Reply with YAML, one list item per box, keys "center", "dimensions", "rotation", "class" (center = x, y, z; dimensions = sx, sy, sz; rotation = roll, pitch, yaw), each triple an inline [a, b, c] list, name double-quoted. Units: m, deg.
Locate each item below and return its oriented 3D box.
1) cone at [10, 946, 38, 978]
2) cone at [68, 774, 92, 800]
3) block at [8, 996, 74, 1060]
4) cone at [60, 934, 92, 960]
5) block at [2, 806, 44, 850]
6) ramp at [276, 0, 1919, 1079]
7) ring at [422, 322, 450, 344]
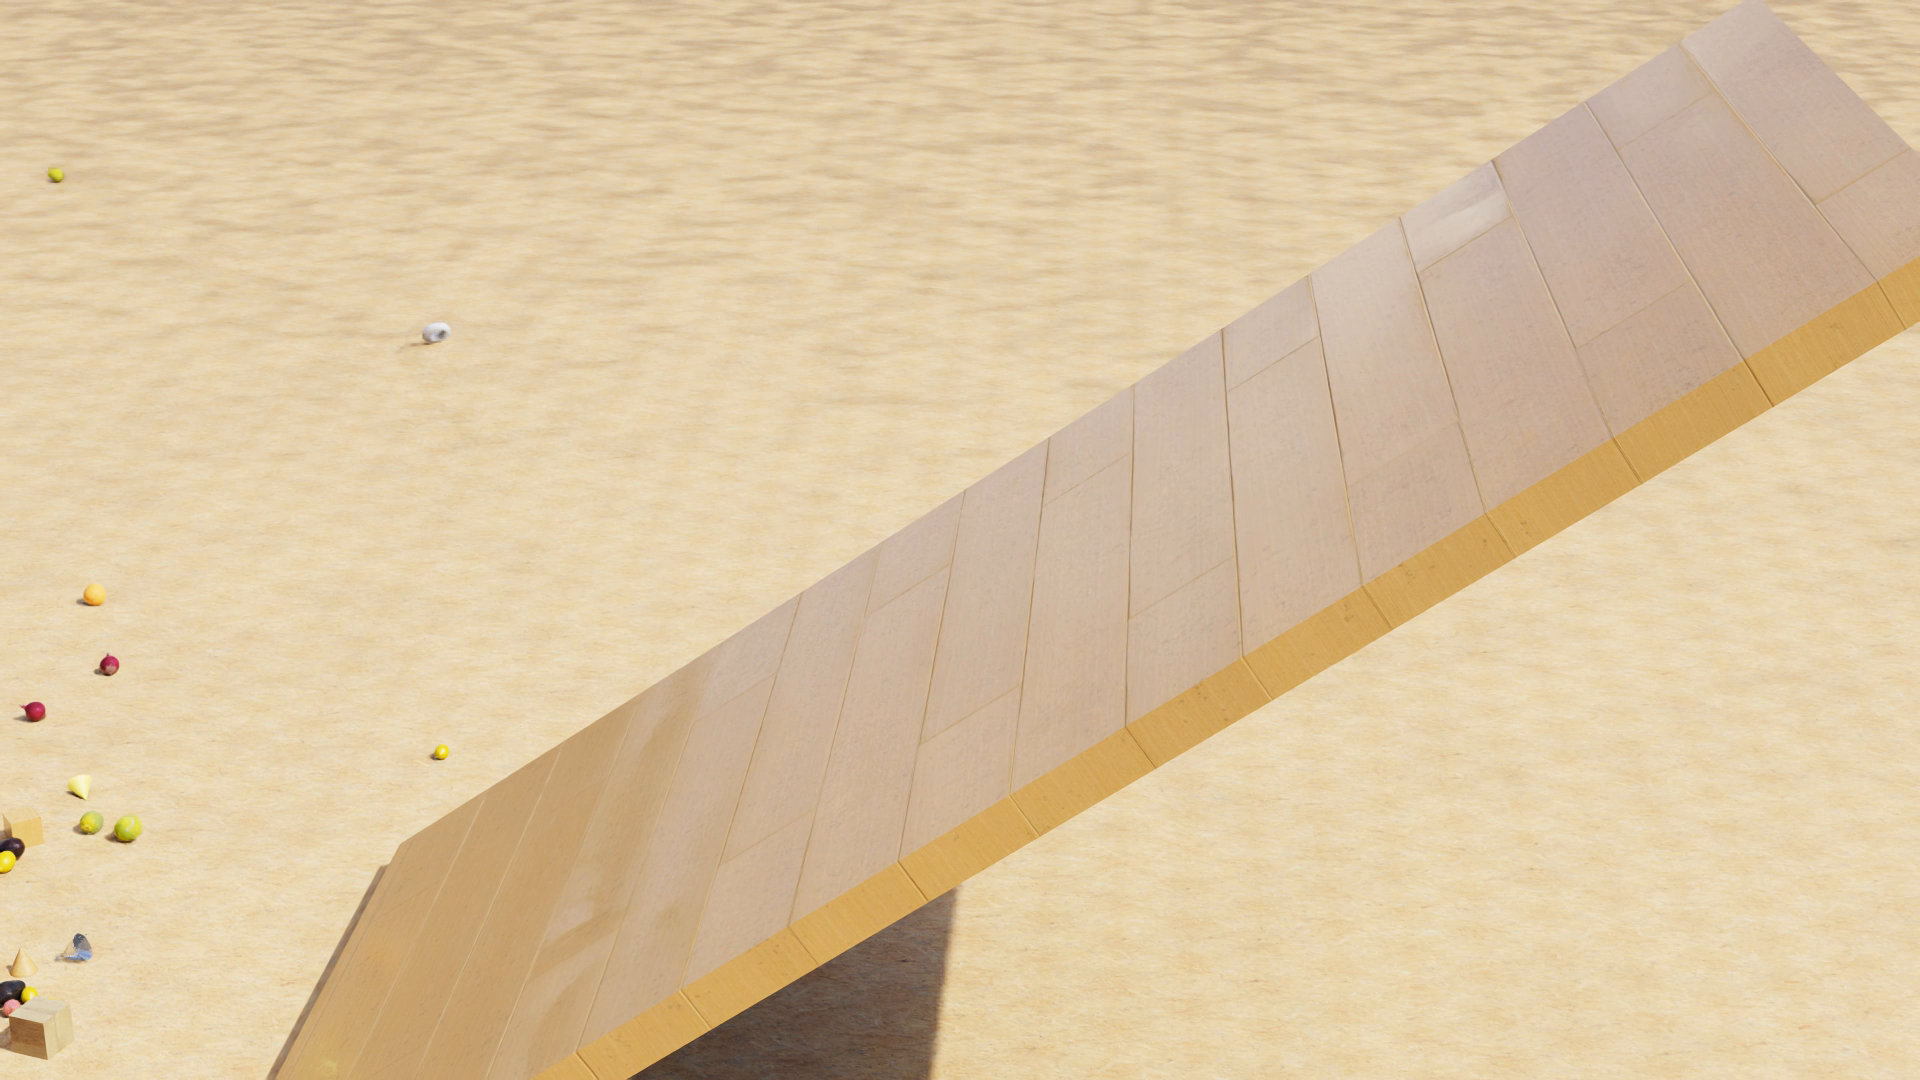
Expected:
- center: [-2.312, 1.032, 7.251]
  dimensions: [0.069, 0.069, 0.069]
  rotation: [0, 21, 0]
  class: "cone"
- center: [-2.437, 0.699, 8.171]
  dimensions: [0.067, 0.067, 0.067]
  rotation: [-11, 50, -26]
  class: "cone"
- center: [-2.158, 1.146, 6.911]
  dimensions: [0.099, 0.099, 0.099]
  rotation: [8, 22, 20]
  class: "block"
- center: [-2.213, 1.025, 7.319]
  dimensions: [0.072, 0.072, 0.072]
  rotation: [-23, 16, 15]
  class: "cone"
- center: [-2.518, 0.774, 7.905]
  dimensions: [0.080, 0.080, 0.080]
  rotation: [-13, 25, -31]
  class: "block"
- center: [0.137, 0.173, 6.303]
  dimensions: [4.000, 0.100, 2.000]
  rotation: [-32, 16, 15]
  class: "ramp"
- center: [-2.159, -0.853, 12.114]
  dimensions: [0.116, 0.116, 0.039]
  rotation: [-9, 61, -23]
  class: "ring"
